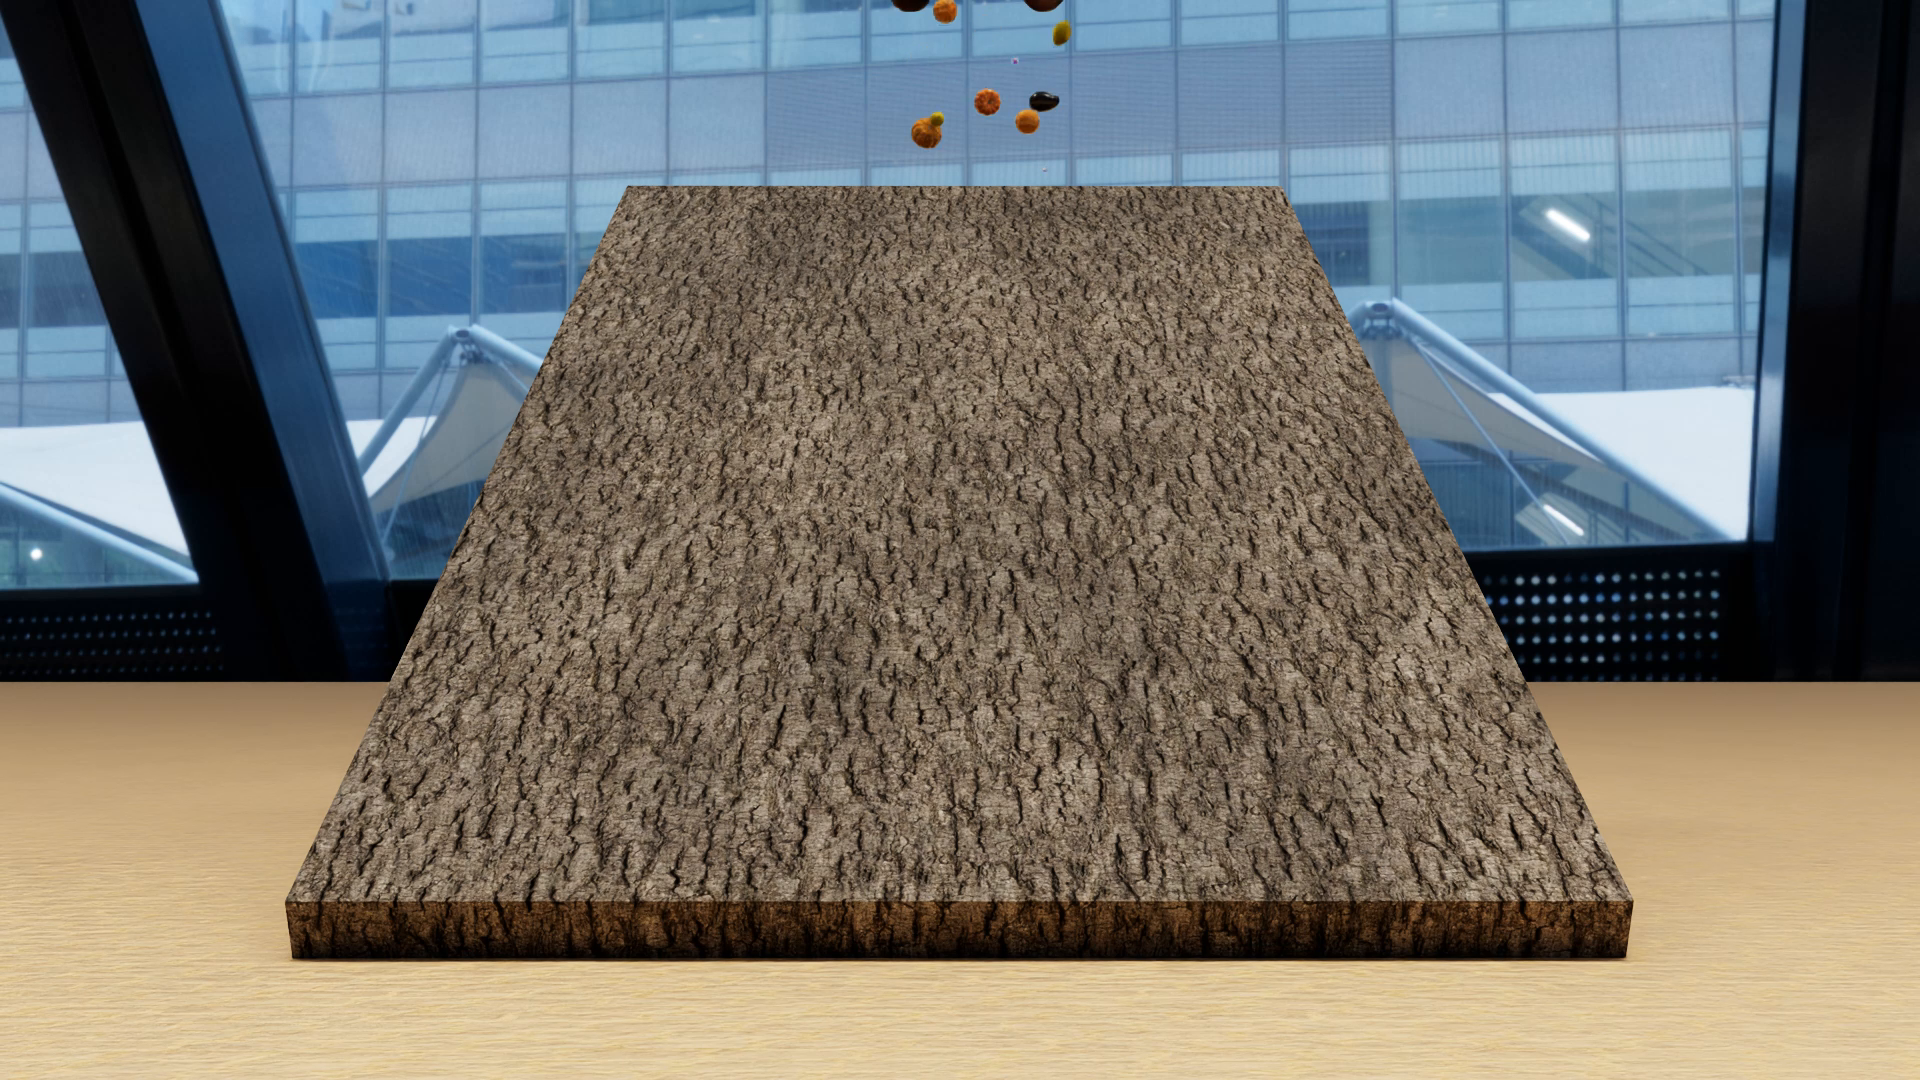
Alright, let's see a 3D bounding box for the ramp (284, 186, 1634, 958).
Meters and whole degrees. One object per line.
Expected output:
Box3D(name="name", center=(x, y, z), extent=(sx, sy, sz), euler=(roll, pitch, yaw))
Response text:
Box3D(name="ramp", center=(-0.008, -0.228, 5.294), extent=(2.000, 0.100, 4.000), euler=(0, 24, 0))
